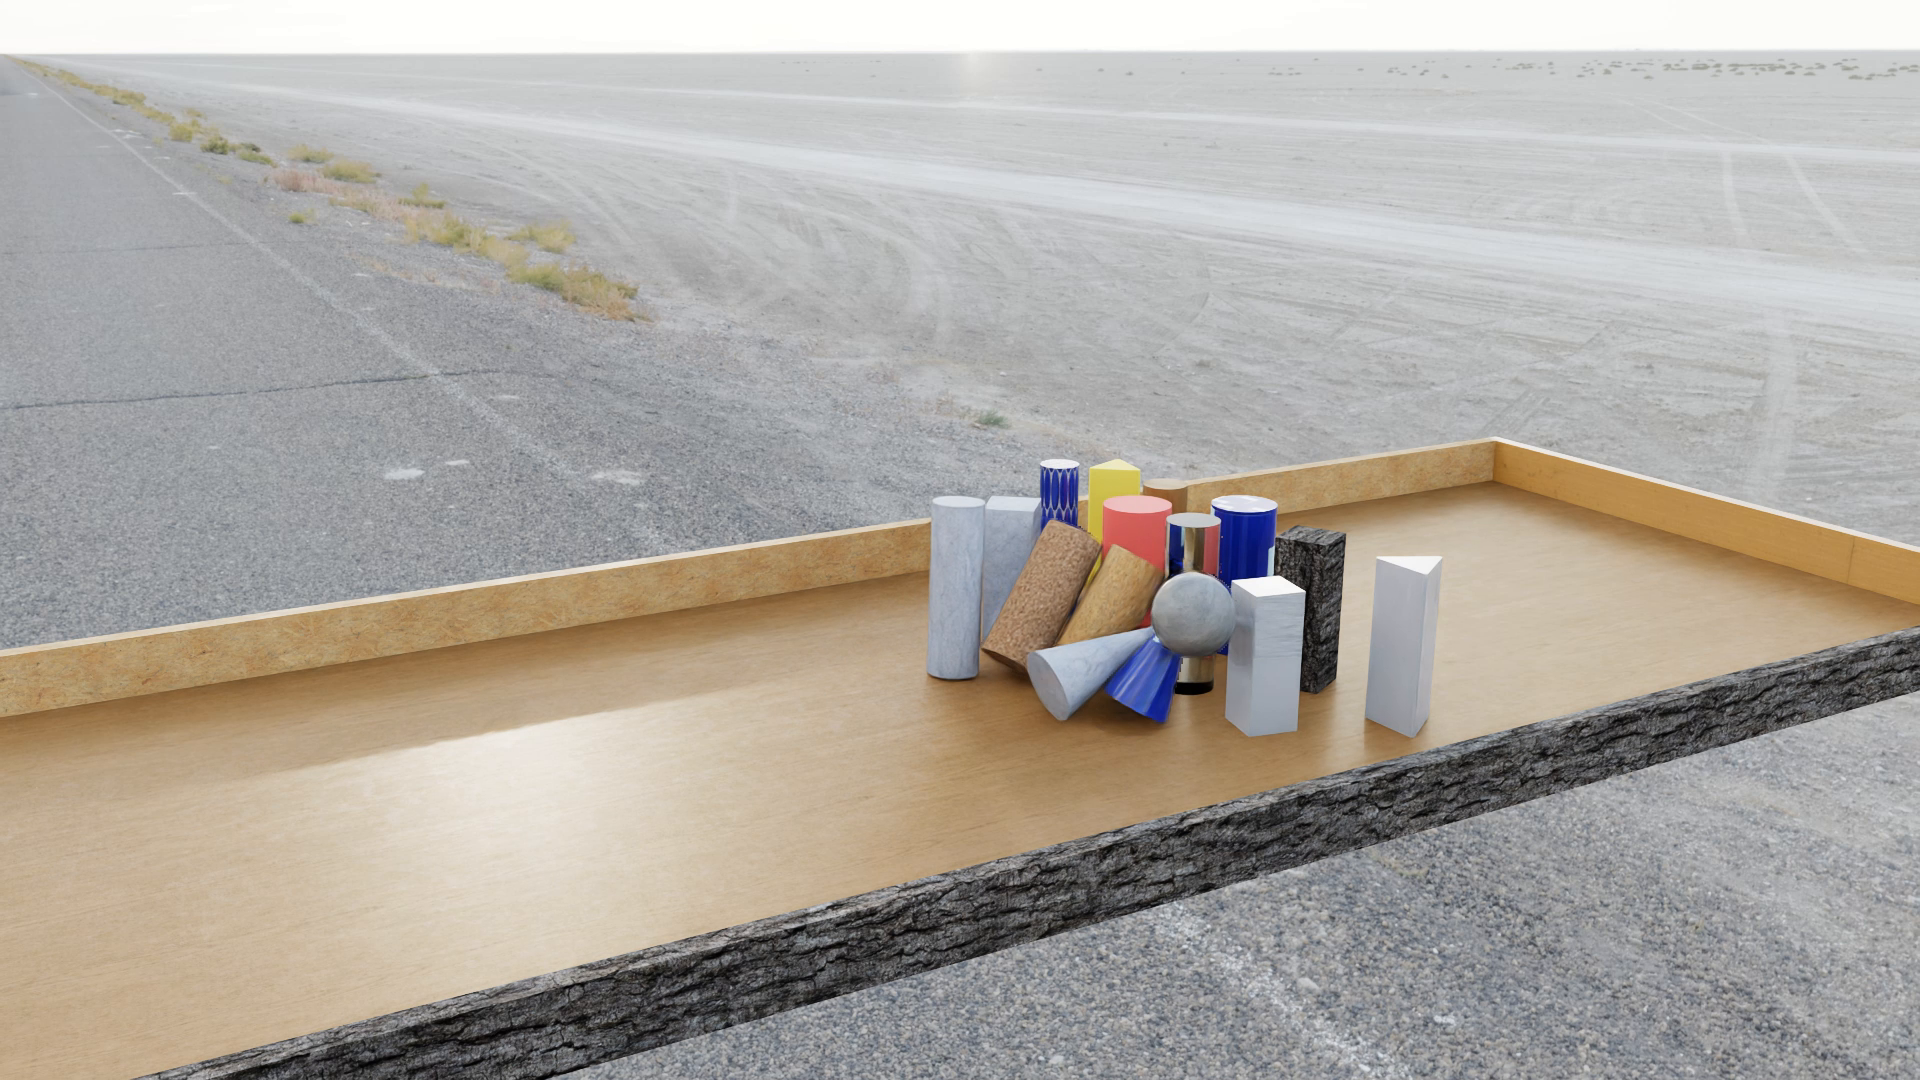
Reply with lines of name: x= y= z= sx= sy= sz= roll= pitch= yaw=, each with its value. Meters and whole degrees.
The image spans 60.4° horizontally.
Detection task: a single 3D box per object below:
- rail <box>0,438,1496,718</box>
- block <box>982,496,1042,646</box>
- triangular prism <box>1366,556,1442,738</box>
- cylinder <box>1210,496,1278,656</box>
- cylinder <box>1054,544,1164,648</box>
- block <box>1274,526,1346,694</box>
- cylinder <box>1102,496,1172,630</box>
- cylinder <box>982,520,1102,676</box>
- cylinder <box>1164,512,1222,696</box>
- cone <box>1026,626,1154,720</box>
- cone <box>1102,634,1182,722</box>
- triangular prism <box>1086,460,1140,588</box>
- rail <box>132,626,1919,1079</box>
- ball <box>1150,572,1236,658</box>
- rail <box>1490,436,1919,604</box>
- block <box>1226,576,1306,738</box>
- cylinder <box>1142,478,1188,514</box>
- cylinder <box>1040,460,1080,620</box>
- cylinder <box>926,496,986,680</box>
rail: x=-3.305 y=0.497 z=3.399 sx=12.000 sy=0.150 sz=0.050 roll=-9 pitch=18 yaw=-27
block: x=0.137 y=0.092 z=4.353 sx=0.133 sy=0.389 sz=0.133 roll=3 pitch=17 yaw=11
triangular prism: x=1.059 y=0.238 z=3.841 sx=0.130 sy=0.396 sz=0.150 roll=-10 pitch=19 yaw=-30
cylinder: x=0.739 y=0.094 z=4.341 sx=0.170 sy=0.392 sz=0.170 roll=0 pitch=16 yaw=0
cylinder: x=0.376 y=0.181 z=4.128 sx=0.160 sy=0.307 sz=0.160 roll=30 pitch=1 yaw=-1
block: x=0.860 y=0.171 z=4.095 sx=0.131 sy=0.382 sz=0.131 roll=11 pitch=19 yaw=32
cylinder: x=0.460 y=0.095 z=4.333 sx=0.178 sy=0.393 sz=0.178 roll=0 pitch=16 yaw=0
cylinder: x=0.209 y=0.148 z=4.165 sx=0.157 sy=0.369 sz=0.157 roll=27 pitch=-11 yaw=5
cylinder: x=0.566 y=0.157 z=4.059 sx=0.133 sy=0.429 sz=0.133 roll=0 pitch=16 yaw=0
cone: x=0.361 y=0.272 z=3.937 sx=0.365 sy=0.179 sz=0.179 roll=-25 pitch=25 yaw=-20
cone: x=0.483 y=0.249 z=3.872 sx=0.168 sy=0.316 sz=0.168 roll=28 pitch=5 yaw=-3
triangular prism: x=0.457 y=-0.047 z=4.866 sx=0.146 sy=0.365 sz=0.126 roll=3 pitch=17 yaw=10
rail: x=-2.336 y=1.006 z=1.665 sx=12.000 sy=0.150 sz=0.050 roll=-9 pitch=18 yaw=-27
ball: x=0.530 y=0.170 z=3.747 sx=0.193 sy=0.193 sz=0.193 roll=0 pitch=16 yaw=0
rail: x=2.466 y=-0.048 z=5.253 sx=0.050 sy=0.150 sz=2.100 roll=-9 pitch=18 yaw=-27
block: x=0.707 y=0.269 z=3.833 sx=0.124 sy=0.341 sz=0.124 roll=-5 pitch=17 yaw=-17
cylinder: x=0.566 y=0.026 z=4.596 sx=0.123 sy=0.377 sz=0.123 roll=0 pitch=16 yaw=0
cylinder: x=0.273 y=0.001 z=4.579 sx=0.107 sy=0.436 sz=0.107 roll=0 pitch=16 yaw=0
cylinder: x=-0.010 y=0.119 z=4.153 sx=0.134 sy=0.441 sz=0.134 roll=2 pitch=13 yaw=0
